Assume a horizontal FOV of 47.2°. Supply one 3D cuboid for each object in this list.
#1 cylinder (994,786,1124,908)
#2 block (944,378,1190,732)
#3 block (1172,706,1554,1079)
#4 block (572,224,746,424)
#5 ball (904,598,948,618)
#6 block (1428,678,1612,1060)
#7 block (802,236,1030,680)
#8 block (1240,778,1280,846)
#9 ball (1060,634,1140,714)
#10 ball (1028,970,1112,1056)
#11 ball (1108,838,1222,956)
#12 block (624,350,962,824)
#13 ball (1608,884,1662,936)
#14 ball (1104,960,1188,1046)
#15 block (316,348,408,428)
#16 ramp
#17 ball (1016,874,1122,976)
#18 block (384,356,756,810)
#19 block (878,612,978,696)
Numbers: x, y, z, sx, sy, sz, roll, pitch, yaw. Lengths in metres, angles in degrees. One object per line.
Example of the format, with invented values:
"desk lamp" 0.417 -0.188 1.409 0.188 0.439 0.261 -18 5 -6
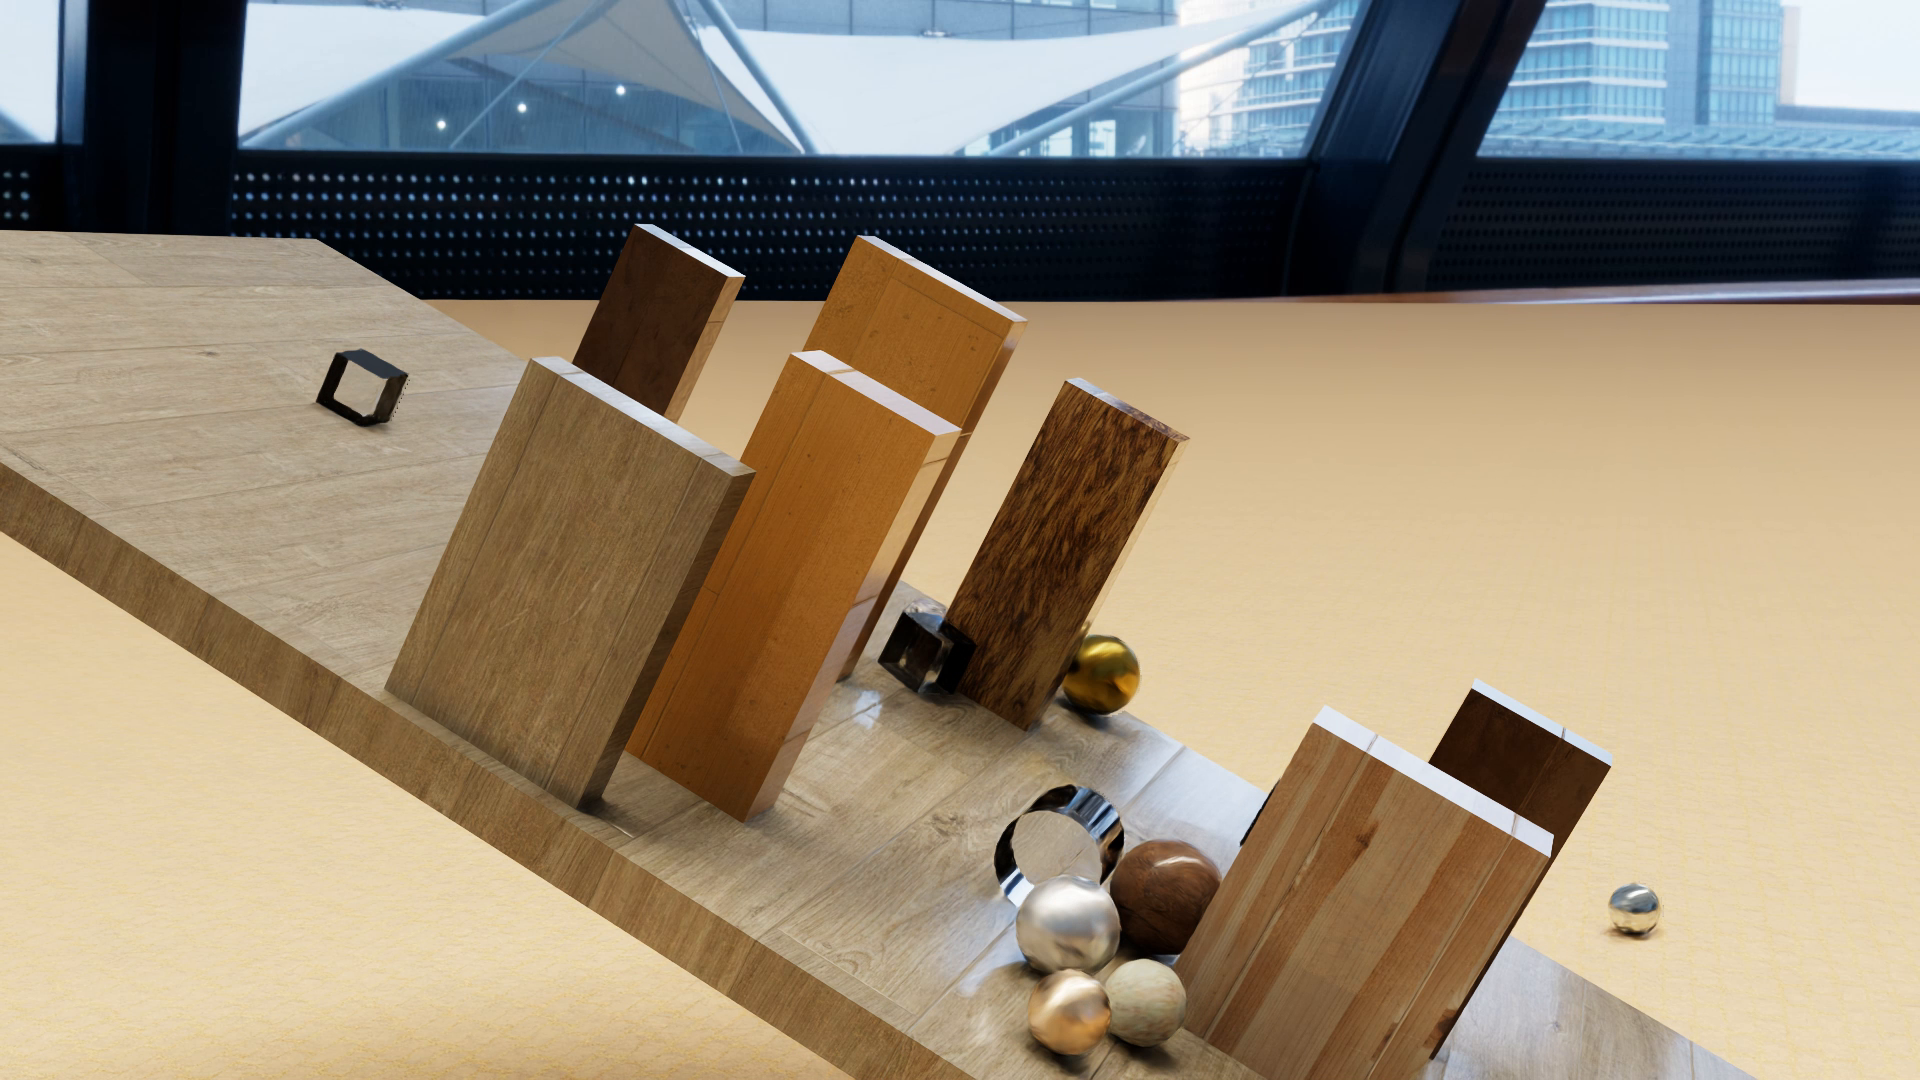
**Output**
"cylinder" 0.172 0.530 3.752 0.184 0.184 0.184 2 8 16
"block" 0.192 0.030 4.552 0.264 0.683 0.119 30 14 12
"block" 0.625 0.613 3.523 0.410 0.549 0.142 30 14 12
"block" -0.708 -0.427 4.936 0.251 0.498 0.099 30 14 12
"ball" -0.073 0.179 4.716 0.108 0.108 0.108 0 7 0
"block" 0.882 0.588 3.926 0.269 0.625 0.099 30 14 12
"block" -0.205 -0.156 4.276 0.350 0.789 0.102 30 14 12
"block" 0.710 0.610 4.470 0.166 0.166 0.166 17 18 -40
"ball" 0.309 0.296 4.856 0.179 0.179 0.179 0 7 0
"ball" 0.161 0.698 3.251 0.124 0.124 0.124 0 7 0
"ball" 0.354 0.610 3.766 0.199 0.199 0.199 0 7 0
"block" -0.282 0.074 3.488 0.264 0.701 0.133 30 14 12
"ball" 1.894 1.036 6.173 0.144 0.144 0.144 0 7 0
"ball" 0.285 0.715 3.400 0.132 0.132 0.132 0 7 0
"block" -1.198 -0.305 4.408 0.110 0.110 0.110 29 14 7
"ramp" -0.228 0.380 4.151 4.000 0.100 2.000 30 14 12
"ball" 0.171 0.615 3.481 0.167 0.167 0.167 0 7 0
"block" -0.583 0.062 3.262 0.357 0.564 0.086 30 14 12
"block" -0.067 0.233 4.515 0.122 0.122 0.122 36 17 33
